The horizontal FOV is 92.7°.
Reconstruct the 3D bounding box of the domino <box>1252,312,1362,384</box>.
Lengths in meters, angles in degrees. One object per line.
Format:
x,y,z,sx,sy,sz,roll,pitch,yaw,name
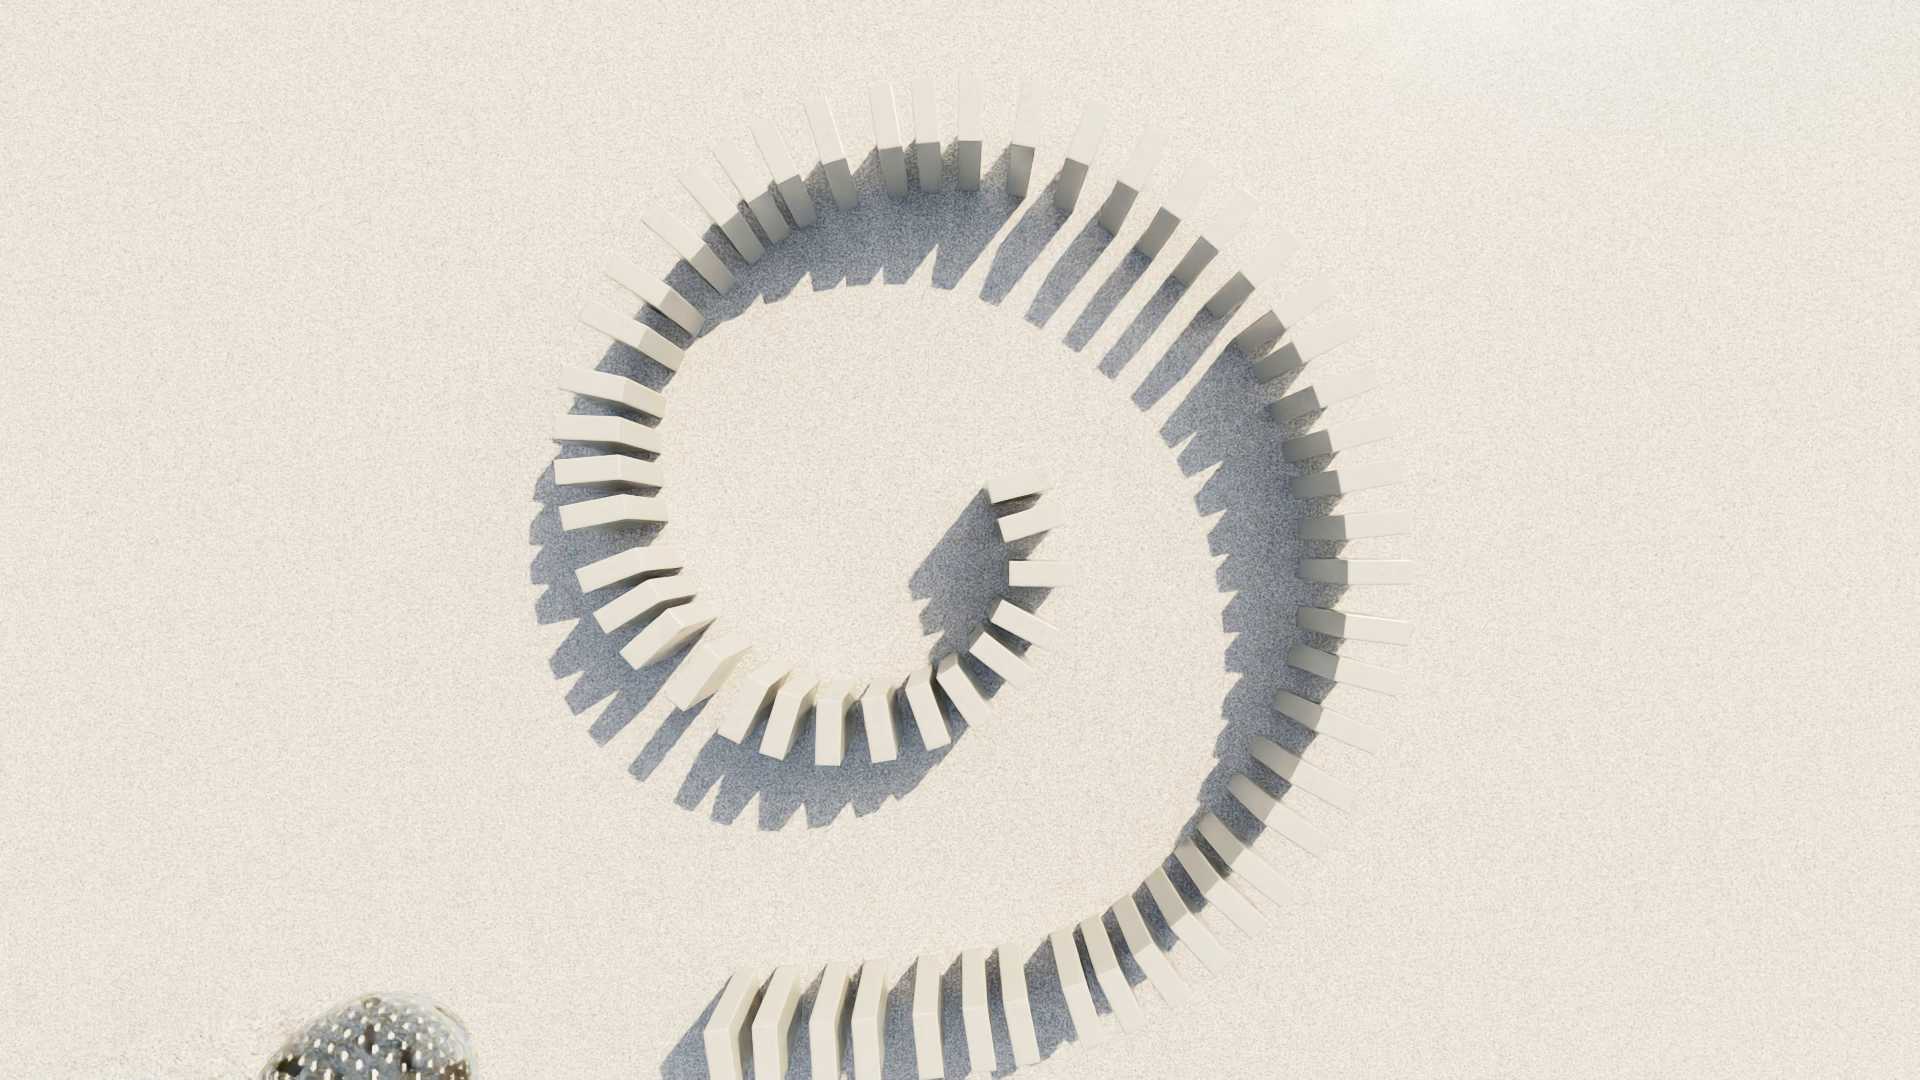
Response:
0.140,-0.077,0.375,0.025,0.050,0.010,-26,90,0,domino

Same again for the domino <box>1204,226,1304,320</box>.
0.119,-0.108,0.375,0.025,0.050,0.009,-42,90,0,domino

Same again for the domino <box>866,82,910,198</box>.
-0.029,-0.162,0.375,0.009,0.050,0.025,-10,90,0,domino

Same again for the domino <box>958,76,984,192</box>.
0.004,-0.165,0.375,0.010,0.050,0.025,1,90,0,domino

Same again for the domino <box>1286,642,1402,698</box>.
0.156,0.052,0.375,0.025,0.050,0.010,15,90,0,domino

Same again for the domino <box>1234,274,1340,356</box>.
0.132,-0.091,0.375,0.025,0.050,0.009,-34,90,0,domino

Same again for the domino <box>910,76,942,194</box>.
-0.013,-0.164,0.375,0.010,0.050,0.025,-5,90,0,domino

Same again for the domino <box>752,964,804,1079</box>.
-0.074,0.198,0.375,0.009,0.050,0.025,-4,90,0,domino

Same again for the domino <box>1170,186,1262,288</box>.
0.104,-0.123,0.375,0.009,0.050,0.025,41,90,0,domino

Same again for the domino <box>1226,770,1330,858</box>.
0.129,0.111,0.375,0.025,0.050,0.009,33,90,0,domino

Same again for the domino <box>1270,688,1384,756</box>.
0.149,0.073,0.375,0.025,0.050,0.010,22,90,0,domino

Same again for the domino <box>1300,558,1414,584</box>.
0.161,0.012,0.375,0.025,0.050,0.010,0,90,0,domino

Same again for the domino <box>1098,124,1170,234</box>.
0.070,-0.146,0.375,0.009,0.050,0.025,29,90,0,domino

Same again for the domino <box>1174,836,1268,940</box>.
0.106,0.141,0.375,0.025,0.050,0.009,42,90,0,domino

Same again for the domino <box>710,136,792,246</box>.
-0.084,-0.141,0.375,0.009,0.050,0.025,-35,90,0,domino

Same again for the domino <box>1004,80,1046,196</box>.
0.026,-0.163,0.375,0.010,0.050,0.025,10,90,0,domino

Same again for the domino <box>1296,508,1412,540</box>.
0.160,-0.006,0.375,0.025,0.050,0.010,-6,90,0,domino

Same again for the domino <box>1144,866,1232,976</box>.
0.092,0.154,0.375,0.009,0.050,0.025,-42,90,0,domino

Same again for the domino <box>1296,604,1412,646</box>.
0.159,0.034,0.375,0.025,0.050,0.010,7,90,0,domino

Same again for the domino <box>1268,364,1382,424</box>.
0.148,-0.059,0.375,0.025,0.050,0.009,-20,90,0,domino

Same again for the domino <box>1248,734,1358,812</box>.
0.139,0.094,0.375,0.025,0.050,0.010,29,90,0,domino

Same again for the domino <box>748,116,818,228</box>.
-0.071,-0.149,0.375,0.010,0.050,0.025,-26,90,0,domino

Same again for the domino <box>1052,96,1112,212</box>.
0.049,-0.156,0.375,0.010,0.050,0.025,22,90,0,domino

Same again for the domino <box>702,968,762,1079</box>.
-0.092,0.200,0.375,0.009,0.050,0.025,-9,90,0,domino

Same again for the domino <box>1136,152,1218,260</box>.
0.088,-0.135,0.375,0.010,0.050,0.025,35,90,0,domino

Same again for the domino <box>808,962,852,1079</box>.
-0.052,0.197,0.375,0.009,0.050,0.025,-4,90,0,domino

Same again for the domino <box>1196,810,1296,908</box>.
0.116,0.129,0.375,0.025,0.050,0.009,38,90,0,domino

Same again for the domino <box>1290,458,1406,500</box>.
0.157,-0.025,0.375,0.025,0.050,0.009,-10,90,0,domino

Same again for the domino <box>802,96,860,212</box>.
-0.052,-0.157,0.375,0.009,0.050,0.025,-17,90,0,domino

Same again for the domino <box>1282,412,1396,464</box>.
0.153,-0.041,0.375,0.025,0.050,0.009,-15,90,0,domino
